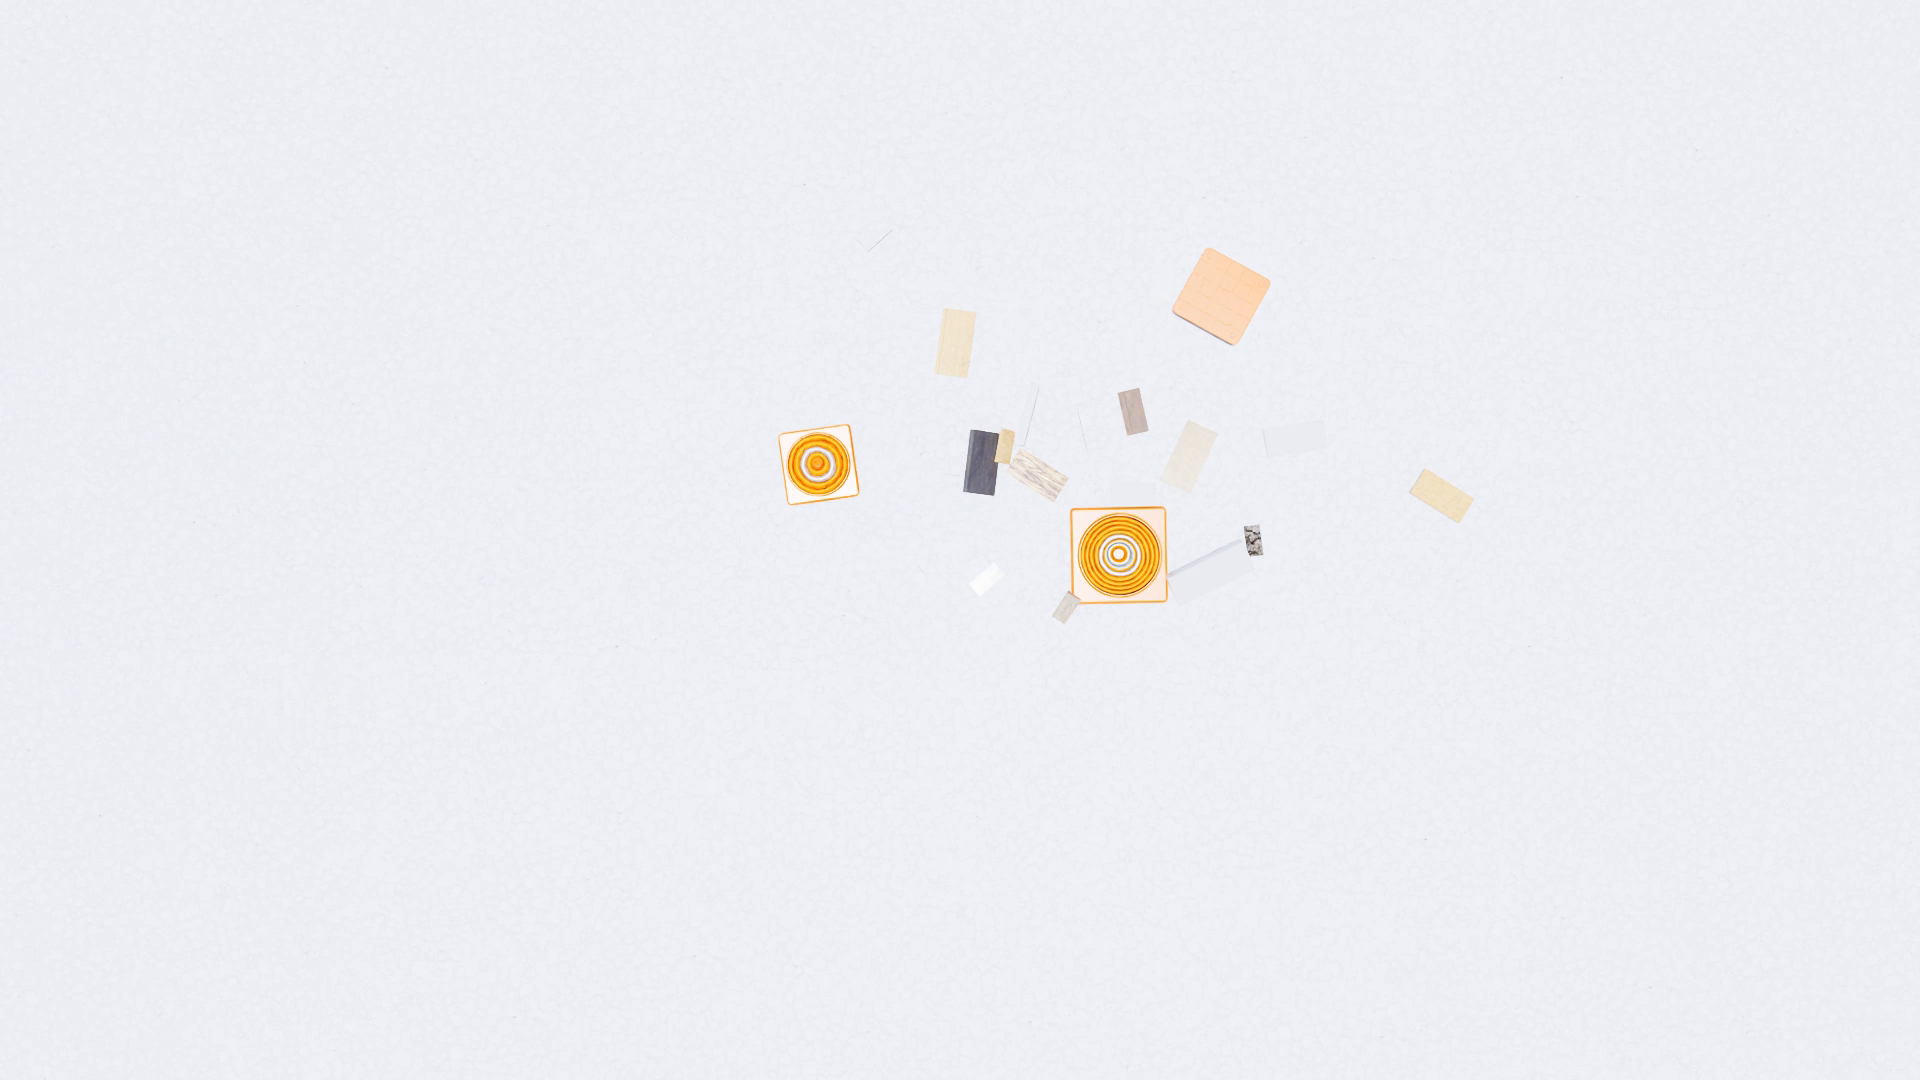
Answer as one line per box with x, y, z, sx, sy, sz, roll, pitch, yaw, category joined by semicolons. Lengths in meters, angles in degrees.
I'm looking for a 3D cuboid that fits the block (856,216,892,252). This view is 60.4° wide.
-0.284;-1.018;5.492;0.113;0.016;0.056;-42;90;0;block

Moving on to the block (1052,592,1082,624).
0.353;0.225;5.473;0.052;0.015;0.103;32;113;0;block

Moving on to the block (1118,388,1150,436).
0.576;-0.426;5.490;0.074;0.021;0.148;-13;90;0;block

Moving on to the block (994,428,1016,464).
0.150;-0.310;5.475;0.056;0.016;0.113;11;90;-44;block

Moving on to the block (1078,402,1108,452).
0.443;-0.376;5.490;0.074;0.021;0.148;-13;90;0;block

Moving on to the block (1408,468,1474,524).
1.602;-0.147;5.486;0.191;0.027;0.095;32;90;0;block

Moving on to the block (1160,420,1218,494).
0.762;-0.277;5.485;0.109;0.031;0.219;25;90;0;block

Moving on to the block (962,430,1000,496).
0.074;-0.256;5.463;0.104;0.030;0.209;7;90;-28;block

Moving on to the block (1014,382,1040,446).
0.220;-0.414;5.448;0.030;0.104;0.209;15;90;0;block

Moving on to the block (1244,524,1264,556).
0.978;0.003;5.493;0.052;0.015;0.104;-8;90;0;block

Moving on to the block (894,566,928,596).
-0.165;0.137;5.493;0.104;0.015;0.052;-41;90;0;block

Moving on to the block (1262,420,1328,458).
1.115;-0.337;5.486;0.201;0.027;0.095;-9;90;0;block

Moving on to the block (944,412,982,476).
0.011;-0.316;5.485;0.104;0.030;0.209;7;90;0;block

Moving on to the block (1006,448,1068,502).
0.256;-0.215;5.486;0.191;0.027;0.095;32;90;0;block

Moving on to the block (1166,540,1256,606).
0.829;0.108;5.467;0.279;0.031;0.109;-26;110;0;block

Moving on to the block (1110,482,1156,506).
0.575;-0.154;5.490;0.148;0.021;0.074;1;90;0;block

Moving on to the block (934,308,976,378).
-0.016;-0.654;5.485;0.109;0.031;0.219;8;90;0;block

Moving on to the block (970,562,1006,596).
0.090;0.130;5.492;0.113;0.016;0.056;-40;90;0;block
